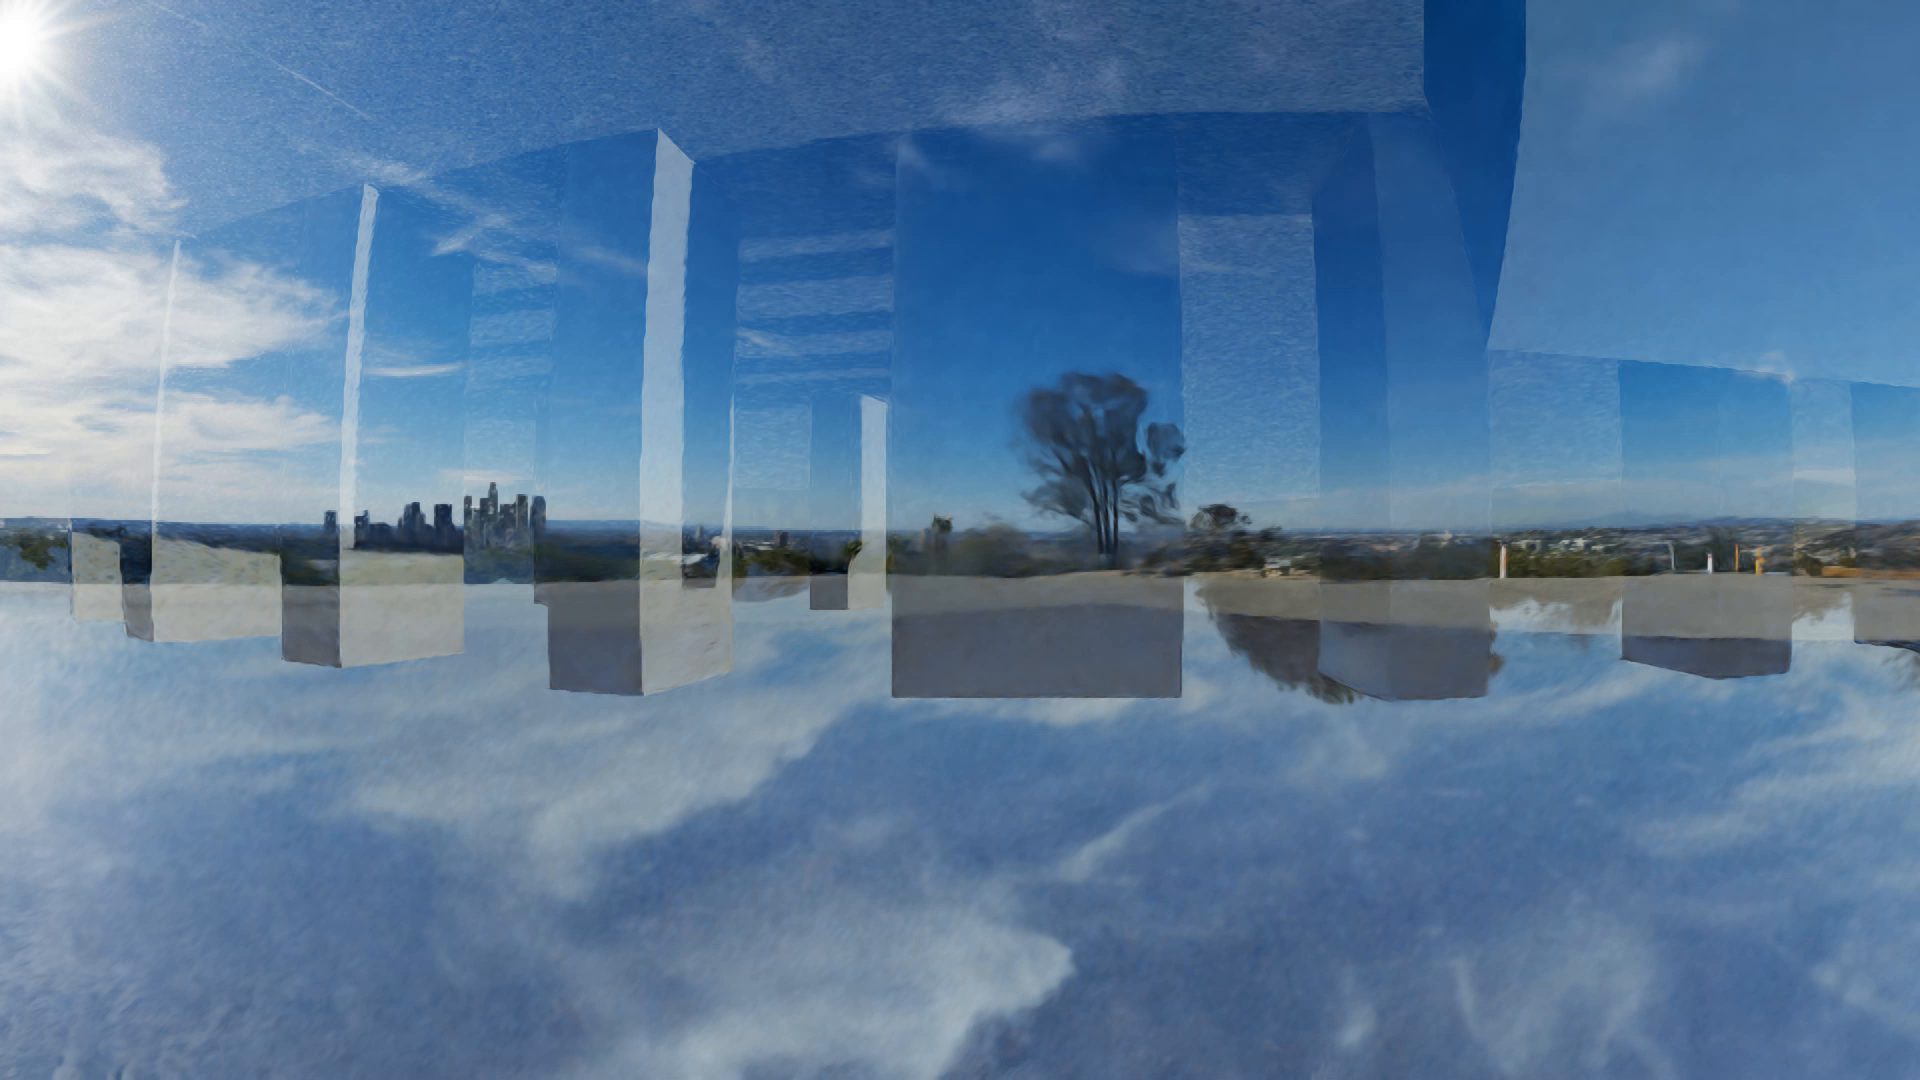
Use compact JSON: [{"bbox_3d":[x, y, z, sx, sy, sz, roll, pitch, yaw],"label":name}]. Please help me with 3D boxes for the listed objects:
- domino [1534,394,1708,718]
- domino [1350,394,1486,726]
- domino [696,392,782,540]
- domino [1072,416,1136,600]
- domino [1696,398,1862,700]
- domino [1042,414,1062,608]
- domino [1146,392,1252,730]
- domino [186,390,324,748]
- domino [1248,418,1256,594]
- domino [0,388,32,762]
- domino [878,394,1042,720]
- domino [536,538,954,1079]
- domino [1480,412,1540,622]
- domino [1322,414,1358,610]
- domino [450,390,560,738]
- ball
[{"bbox_3d":[0.108,0.002,0.210,0.010,0.050,0.025,-1,4,-14],"label":"domino"},{"bbox_3d":[0.073,0.002,0.205,0.009,0.050,0.025,0,4,-5],"label":"domino"},{"bbox_3d":[-0.034,0.003,0.200,0.010,0.050,0.025,0,4,-2],"label":"domino"},{"bbox_3d":[0.040,-0.010,0.362,0.009,0.050,0.025,-1,4,-13],"label":"domino"},{"bbox_3d":[0.140,0.001,0.224,0.009,0.050,0.025,-3,5,-34],"label":"domino"},{"bbox_3d":[0.013,-0.008,0.341,0.025,0.050,0.010,2,5,28],"label":"domino"},{"bbox_3d":[0.037,0.002,0.202,0.010,0.050,0.025,0,4,-4],"label":"domino"},{"bbox_3d":[-0.104,0.003,0.191,0.009,0.050,0.025,-1,4,-12],"label":"domino"},{"bbox_3d":[0.075,-0.009,0.358,0.010,0.050,0.025,2,5,22],"label":"domino"},{"bbox_3d":[-0.138,0.004,0.179,0.010,0.050,0.025,-3,5,-33],"label":"domino"},{"bbox_3d":[0.000,0.002,0.201,0.025,0.050,0.010,0,4,0],"label":"domino"},{"bbox_3d":[-0.017,0.018,0.100,0.025,0.010,0.050,0,35,-11],"label":"domino"},{"bbox_3d":[0.132,-0.006,0.316,0.025,0.050,0.010,-4,6,-41],"label":"domino"},{"bbox_3d":[0.106,-0.008,0.341,0.010,0.050,0.025,3,5,36],"label":"domino"},{"bbox_3d":[-0.069,0.003,0.197,0.009,0.050,0.025,-1,4,-7],"label":"domino"},{"bbox_3d":[0.001,-0.001,0.053,0.080,0.080,0.080,0,4,0],"label":"ball"}]
